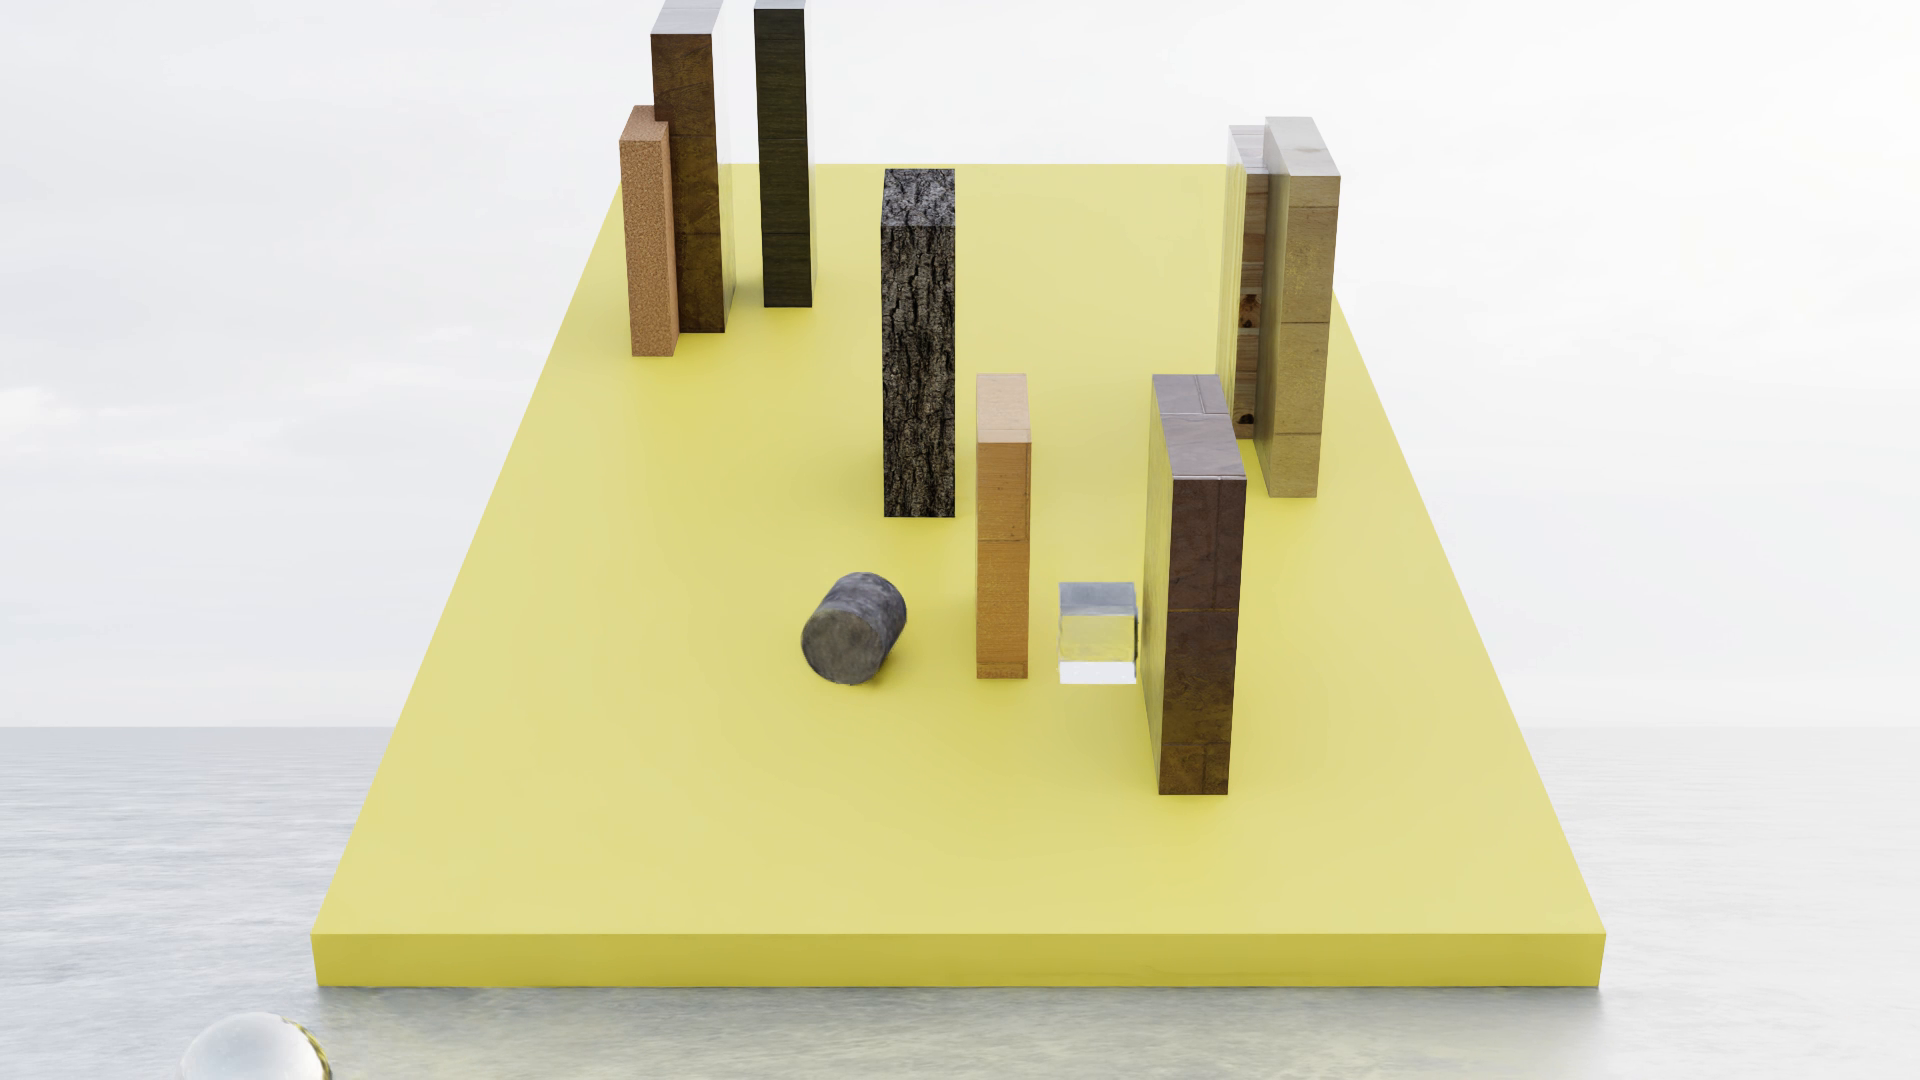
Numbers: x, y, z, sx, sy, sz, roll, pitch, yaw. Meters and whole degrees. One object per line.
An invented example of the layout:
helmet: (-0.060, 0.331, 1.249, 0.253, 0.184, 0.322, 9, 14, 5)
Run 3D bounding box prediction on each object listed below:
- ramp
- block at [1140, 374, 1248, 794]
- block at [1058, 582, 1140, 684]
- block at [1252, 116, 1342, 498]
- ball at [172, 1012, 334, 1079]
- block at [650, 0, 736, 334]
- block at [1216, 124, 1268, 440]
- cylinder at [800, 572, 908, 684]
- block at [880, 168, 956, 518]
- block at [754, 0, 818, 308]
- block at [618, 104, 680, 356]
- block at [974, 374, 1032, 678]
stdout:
ramp: (-0.010, -0.228, 5.455, 2.000, 0.100, 4.000, 0, 26, 0)
block: (0.395, 0.071, 4.066, 0.117, 0.588, 0.443, 0, 26, 0)
block: (0.254, 0.171, 4.369, 0.140, 0.140, 0.140, 0, 26, 0)
block: (0.715, -0.507, 5.100, 0.102, 0.716, 0.429, 0, 26, 0)
ball: (-0.654, 0.510, 2.179, 0.145, 0.145, 0.145, 0, -4, 0)
block: (-0.665, -0.942, 5.930, 0.146, 0.759, 0.364, 0, 26, 0)
block: (0.660, -0.590, 5.375, 0.089, 0.623, 0.372, 0, 26, 0)
cylinder: (-0.195, 0.163, 4.366, 0.156, 0.156, 0.156, -1, 25, 18)
block: (-0.085, -0.420, 5.003, 0.150, 0.642, 0.384, 0, 26, 0)
block: (-0.444, -1.012, 6.056, 0.125, 0.775, 0.285, 0, 26, 0)
block: (-0.755, -0.762, 5.807, 0.100, 0.545, 0.306, 0, 26, 0)
block: (0.078, -0.029, 4.394, 0.094, 0.476, 0.323, 0, 26, 0)
